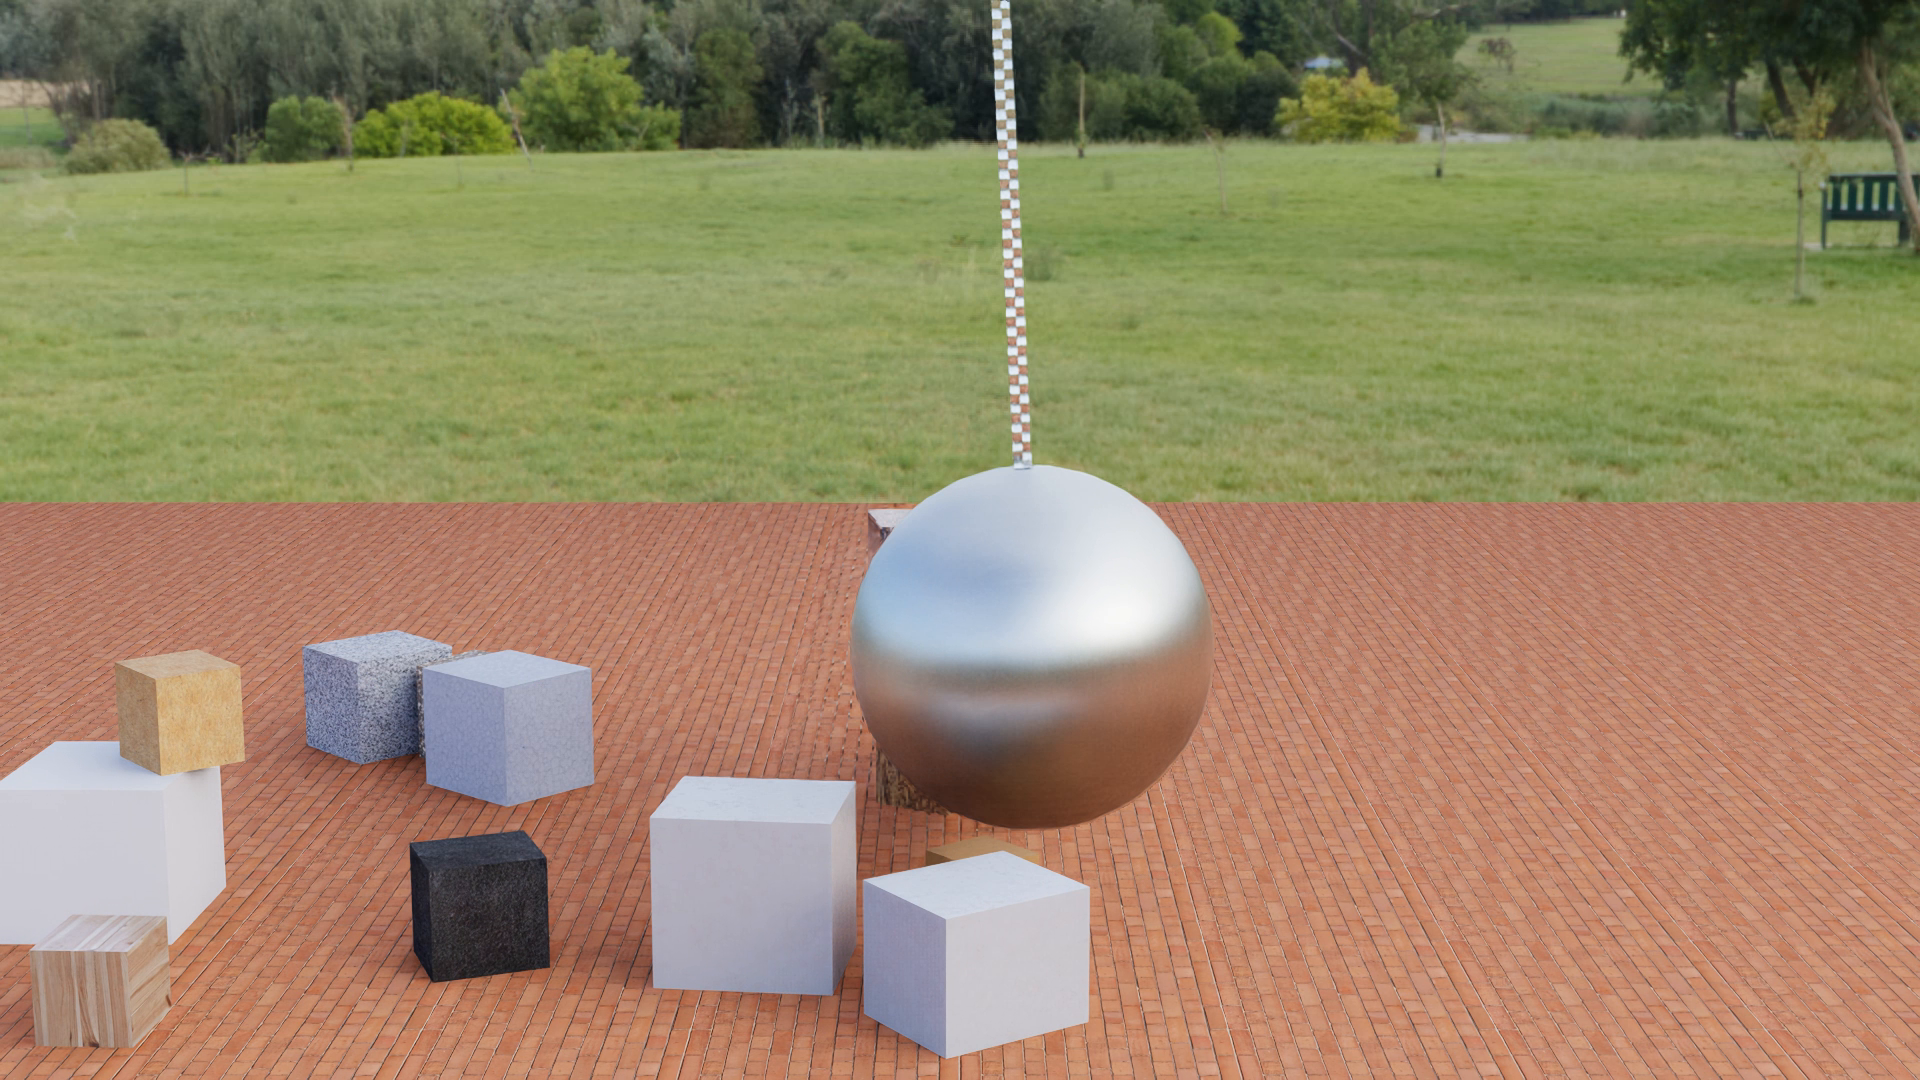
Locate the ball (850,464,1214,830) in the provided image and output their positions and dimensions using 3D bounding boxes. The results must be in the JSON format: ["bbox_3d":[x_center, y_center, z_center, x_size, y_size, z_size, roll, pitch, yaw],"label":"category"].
[{"bbox_3d":[0.313,0.469,11.266,1.600,1.600,1.600,0,10,0],"label":"ball"}]

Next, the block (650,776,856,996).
[{"bbox_3d":[-0.807,1.359,10.168,0.707,0.687,0.597,1,10,7],"label":"block"}]

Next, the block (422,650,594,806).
[{"bbox_3d":[-2.252,0.928,12.800,0.637,0.594,0.549,9,14,41],"label":"block"}]

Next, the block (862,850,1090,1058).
[{"bbox_3d":[0.059,1.541,9.617,0.647,0.528,0.552,-7,12,-34],"label":"block"}]

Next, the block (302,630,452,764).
[{"bbox_3d":[-3.066,0.822,13.544,0.569,0.537,0.542,-10,14,-43],"label":"block"}]

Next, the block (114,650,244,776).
[{"bbox_3d":[-3.285,0.721,10.800,0.367,0.410,0.416,-9,13,-40],"label":"block"}]

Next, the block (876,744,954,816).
[{"bbox_3d":[-0.101,1.029,12.568,0.414,0.479,0.503,6,12,31],"label":"block"}]

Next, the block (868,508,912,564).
[{"bbox_3d":[-0.196,0.102,12.491,0.444,0.430,0.510,-2,10,-9],"label":"block"}]

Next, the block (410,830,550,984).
[{"bbox_3d":[-1.923,1.460,10.264,0.465,0.455,0.406,-4,11,-22],"label":"block"}]

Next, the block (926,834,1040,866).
[{"bbox_3d":[0.092,1.452,10.674,0.327,0.324,0.343,-8,13,-39],"label":"block"}]

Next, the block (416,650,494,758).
[{"bbox_3d":[-2.525,0.875,13.386,0.396,0.489,0.442,6,12,30],"label":"block"}]

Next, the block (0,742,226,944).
[{"bbox_3d":[-3.568,1.263,10.795,0.707,0.654,0.760,0,10,1],"label":"block"}]

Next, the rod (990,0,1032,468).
[{"bbox_3d":[0.136,-2.871,10.658,0.080,5.200,0.080,-3,10,1],"label":"rod"}]

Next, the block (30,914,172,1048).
[{"bbox_3d":[-3.190,1.636,9.541,0.362,0.367,0.403,1,10,3],"label":"block"}]
